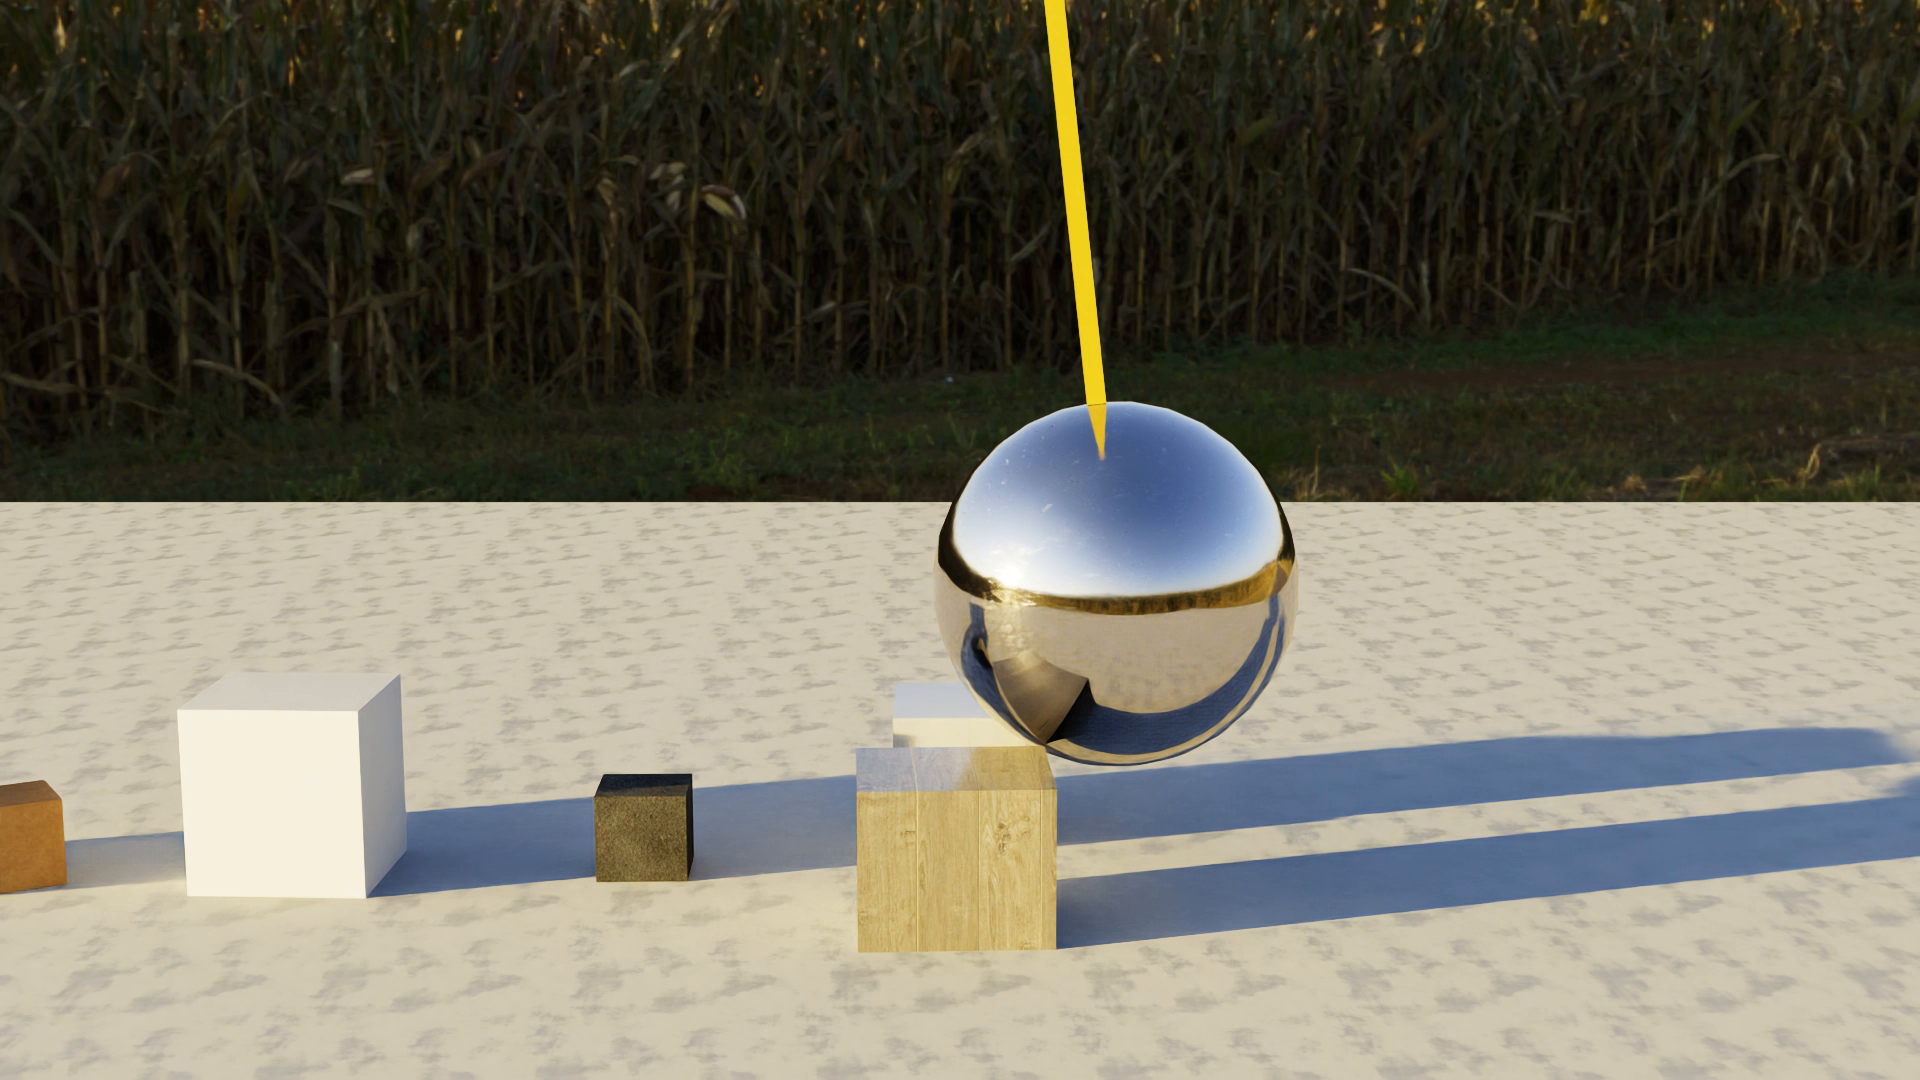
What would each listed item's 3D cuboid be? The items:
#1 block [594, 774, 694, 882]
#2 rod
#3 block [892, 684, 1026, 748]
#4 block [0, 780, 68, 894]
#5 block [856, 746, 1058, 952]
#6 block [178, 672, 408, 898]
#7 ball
[{"bbox_3d":[-1.405,1.280,11.438,0.401,0.389,0.370,0,10,-1],"label":"block"},{"bbox_3d":[0.294,-3.134,10.611,0.080,5.200,0.080,-6,10,1],"label":"rod"},{"bbox_3d":[-0.003,1.051,12.087,0.604,0.608,0.685,0,10,0],"label":"block"},{"bbox_3d":[-4.167,1.308,11.289,0.363,0.386,0.363,-6,12,-30],"label":"block"},{"bbox_3d":[-0.027,1.275,10.674,0.803,0.673,0.681,0,10,-3],"label":"block"},{"bbox_3d":[-2.937,1.072,11.355,0.778,0.829,0.707,0,10,2],"label":"block"},{"bbox_3d":[0.679,0.190,11.215,1.600,1.600,1.600,0,10,0],"label":"ball"}]
